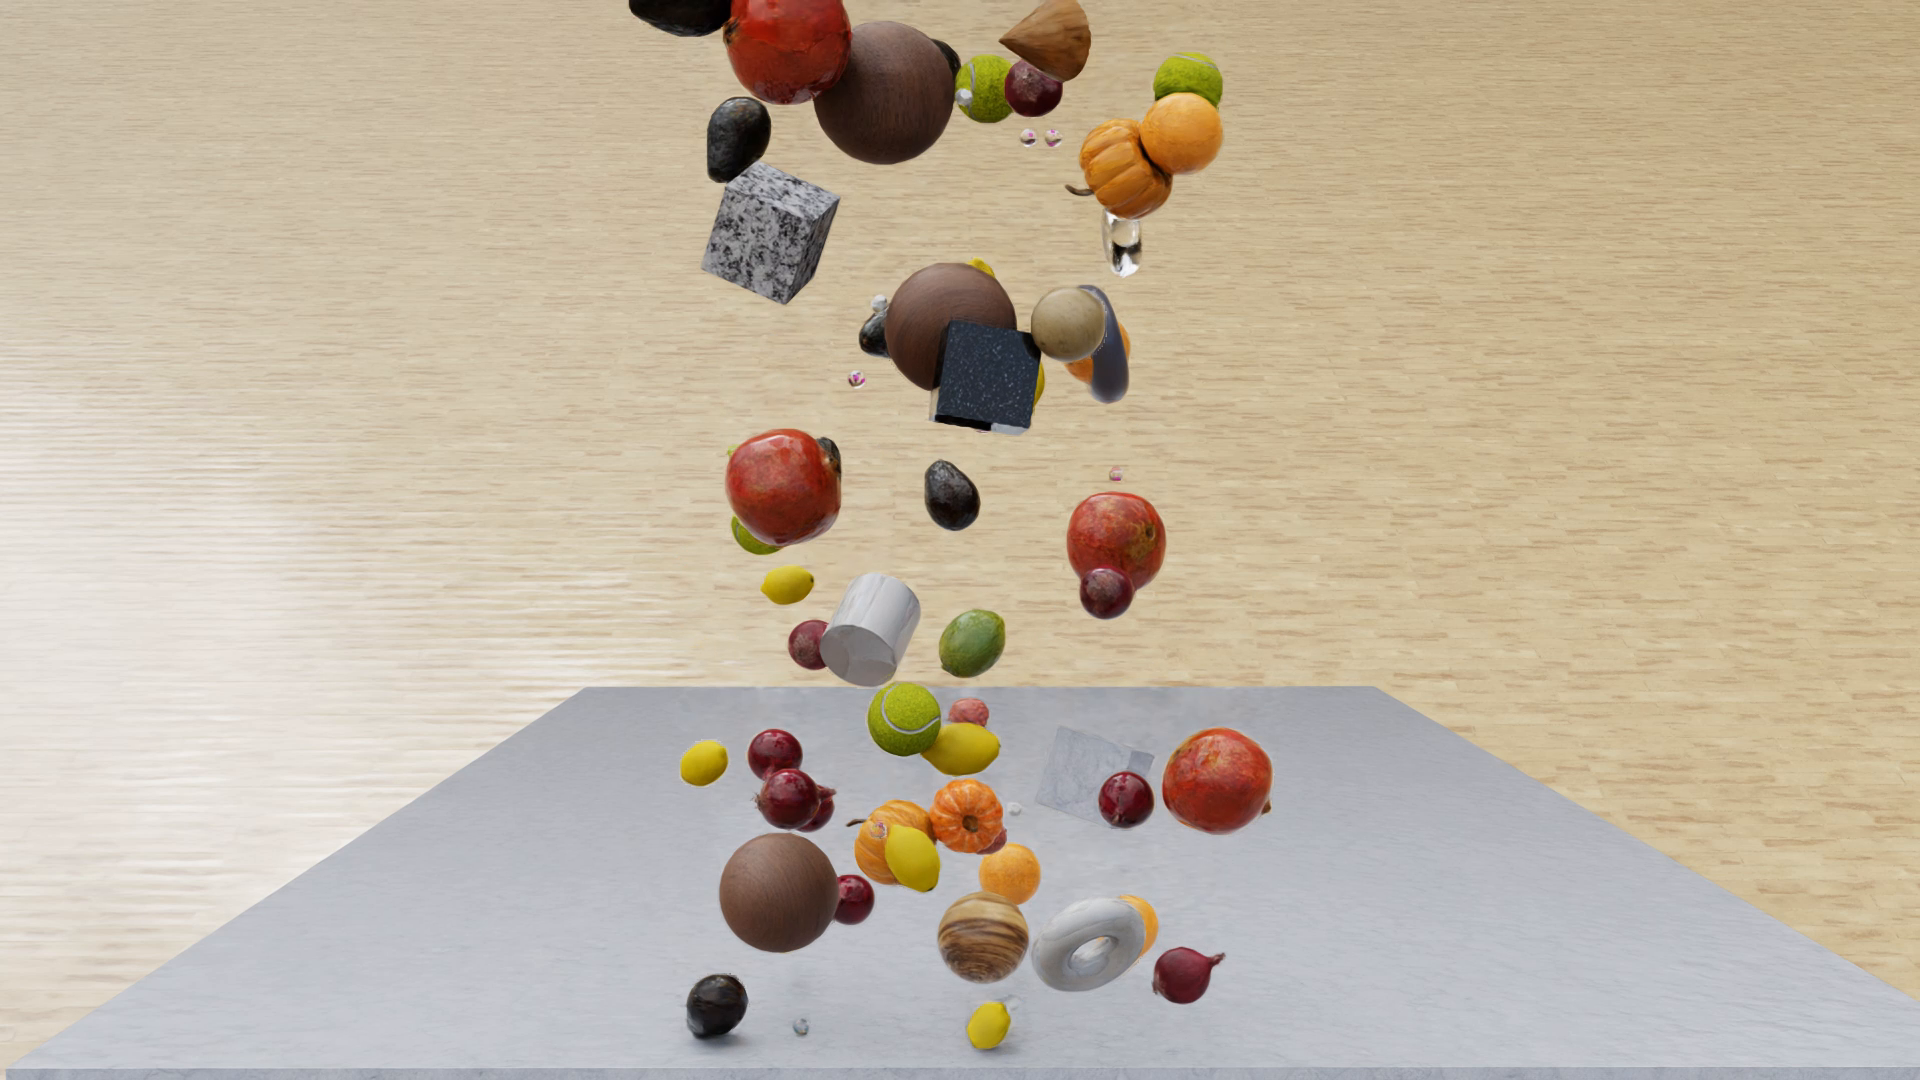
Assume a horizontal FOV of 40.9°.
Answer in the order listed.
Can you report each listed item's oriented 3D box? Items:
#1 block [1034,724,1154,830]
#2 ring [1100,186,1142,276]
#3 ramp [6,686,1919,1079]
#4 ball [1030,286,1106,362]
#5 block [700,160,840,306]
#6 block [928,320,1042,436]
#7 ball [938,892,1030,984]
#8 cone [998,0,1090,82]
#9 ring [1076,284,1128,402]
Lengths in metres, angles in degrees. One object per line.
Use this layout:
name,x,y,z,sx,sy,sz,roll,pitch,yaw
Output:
block,0.157,0.276,2.987,0.093,0.093,0.093,17,-2,22
ring,0.156,-0.300,2.502,0.029,0.088,0.088,-8,25,-5
ramp,0.055,0.496,4.544,2.000,0.100,4.000,0,2,0
ball,0.097,-0.194,2.312,0.068,0.068,0.068,0,24,0
block,-0.168,-0.273,2.282,0.083,0.083,0.083,24,28,5
block,0.023,-0.149,2.375,0.086,0.086,0.086,9,-3,-5
ball,0.025,0.421,2.725,0.097,0.097,0.097,0,24,0
cone,0.063,-0.456,2.346,0.079,0.079,0.079,-11,25,-39
ring,0.138,-0.197,2.595,0.041,0.124,0.124,-15,25,-3
